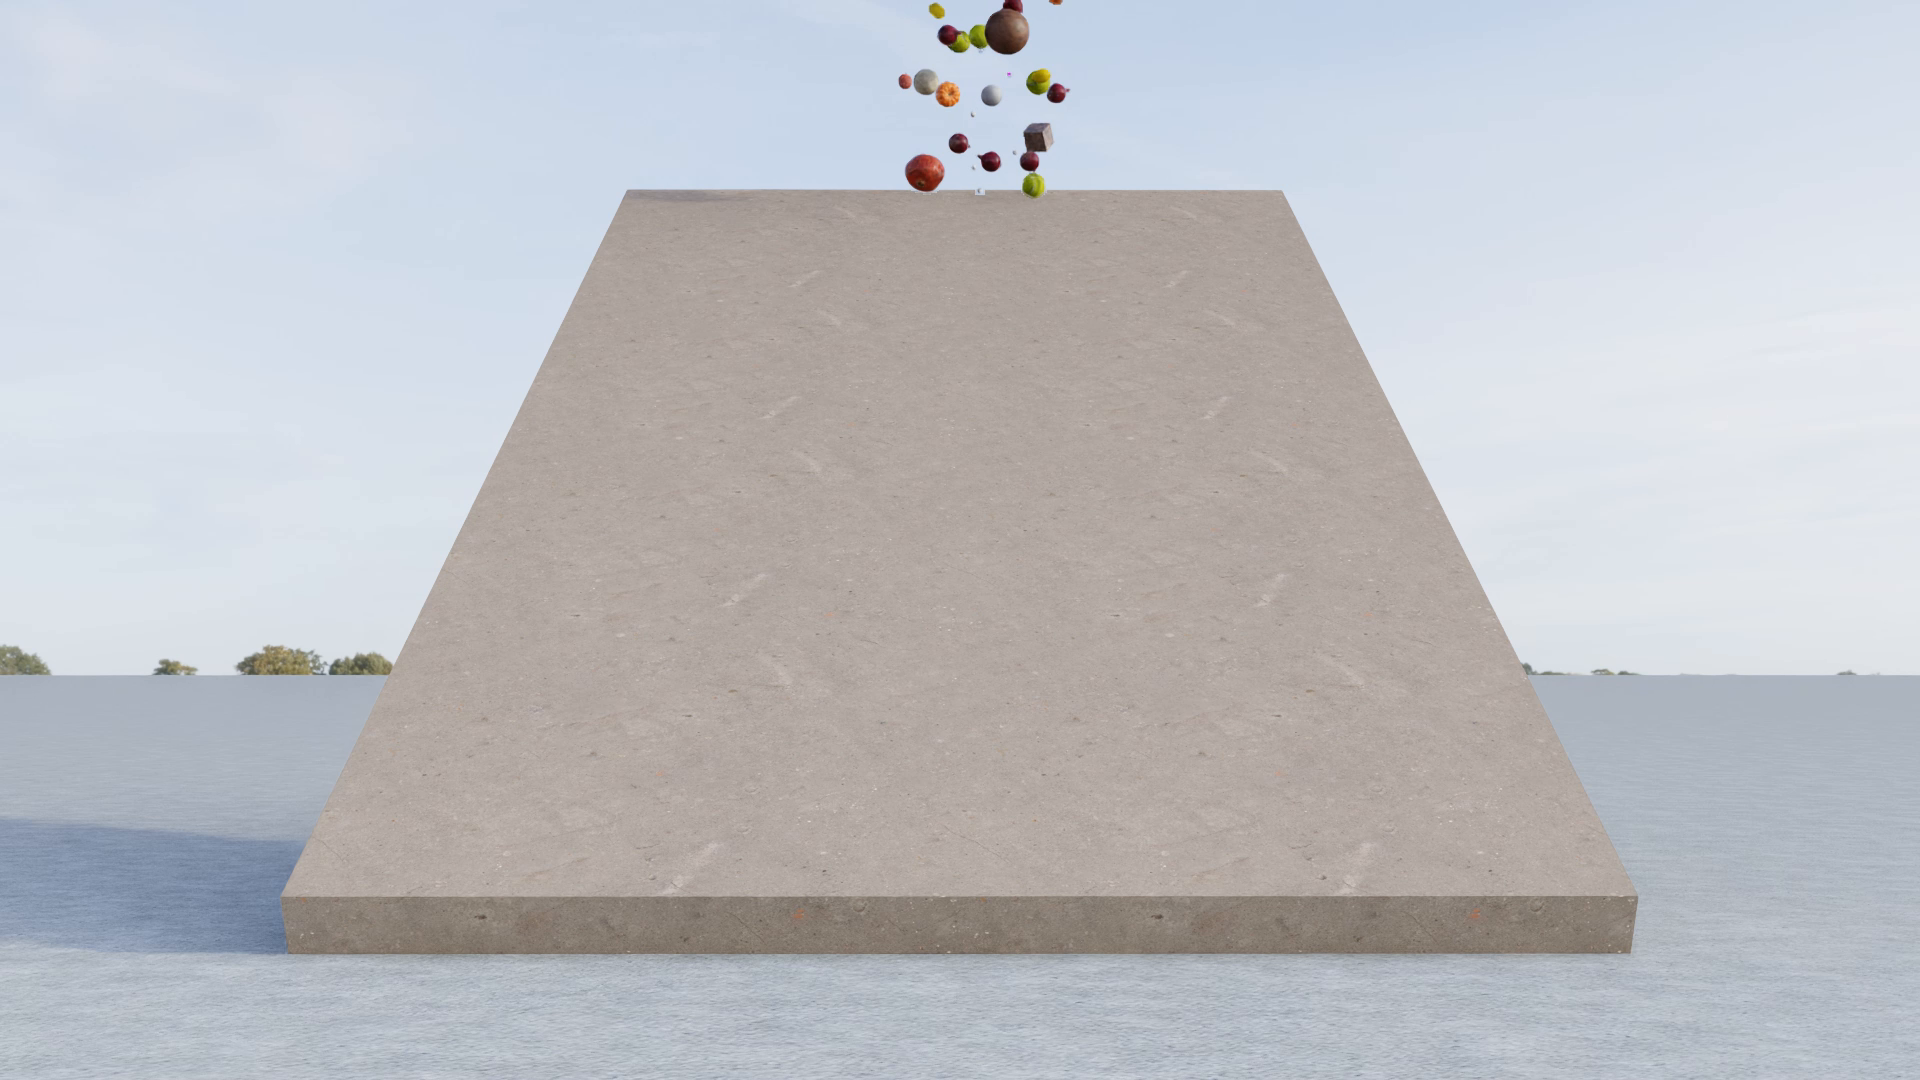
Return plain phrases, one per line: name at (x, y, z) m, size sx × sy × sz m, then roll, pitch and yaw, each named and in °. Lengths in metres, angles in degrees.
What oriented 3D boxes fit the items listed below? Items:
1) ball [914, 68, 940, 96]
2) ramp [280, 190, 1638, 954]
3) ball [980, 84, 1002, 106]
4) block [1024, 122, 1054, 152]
ball at (-0.099, -1.337, 6.773) m, size 0.076 × 0.076 × 0.076 m, roll 0°, pitch -3°, yaw 0°
ramp at (-0.008, -0.227, 5.269) m, size 2.000 × 0.100 × 4.000 m, roll 0°, pitch 24°, yaw 0°
ball at (0.095, -1.342, 6.998) m, size 0.065 × 0.065 × 0.065 m, roll 0°, pitch -3°, yaw 0°
block at (0.234, -1.196, 6.890) m, size 0.064 × 0.064 × 0.064 m, roll 4°, pitch 36°, yaw 25°
